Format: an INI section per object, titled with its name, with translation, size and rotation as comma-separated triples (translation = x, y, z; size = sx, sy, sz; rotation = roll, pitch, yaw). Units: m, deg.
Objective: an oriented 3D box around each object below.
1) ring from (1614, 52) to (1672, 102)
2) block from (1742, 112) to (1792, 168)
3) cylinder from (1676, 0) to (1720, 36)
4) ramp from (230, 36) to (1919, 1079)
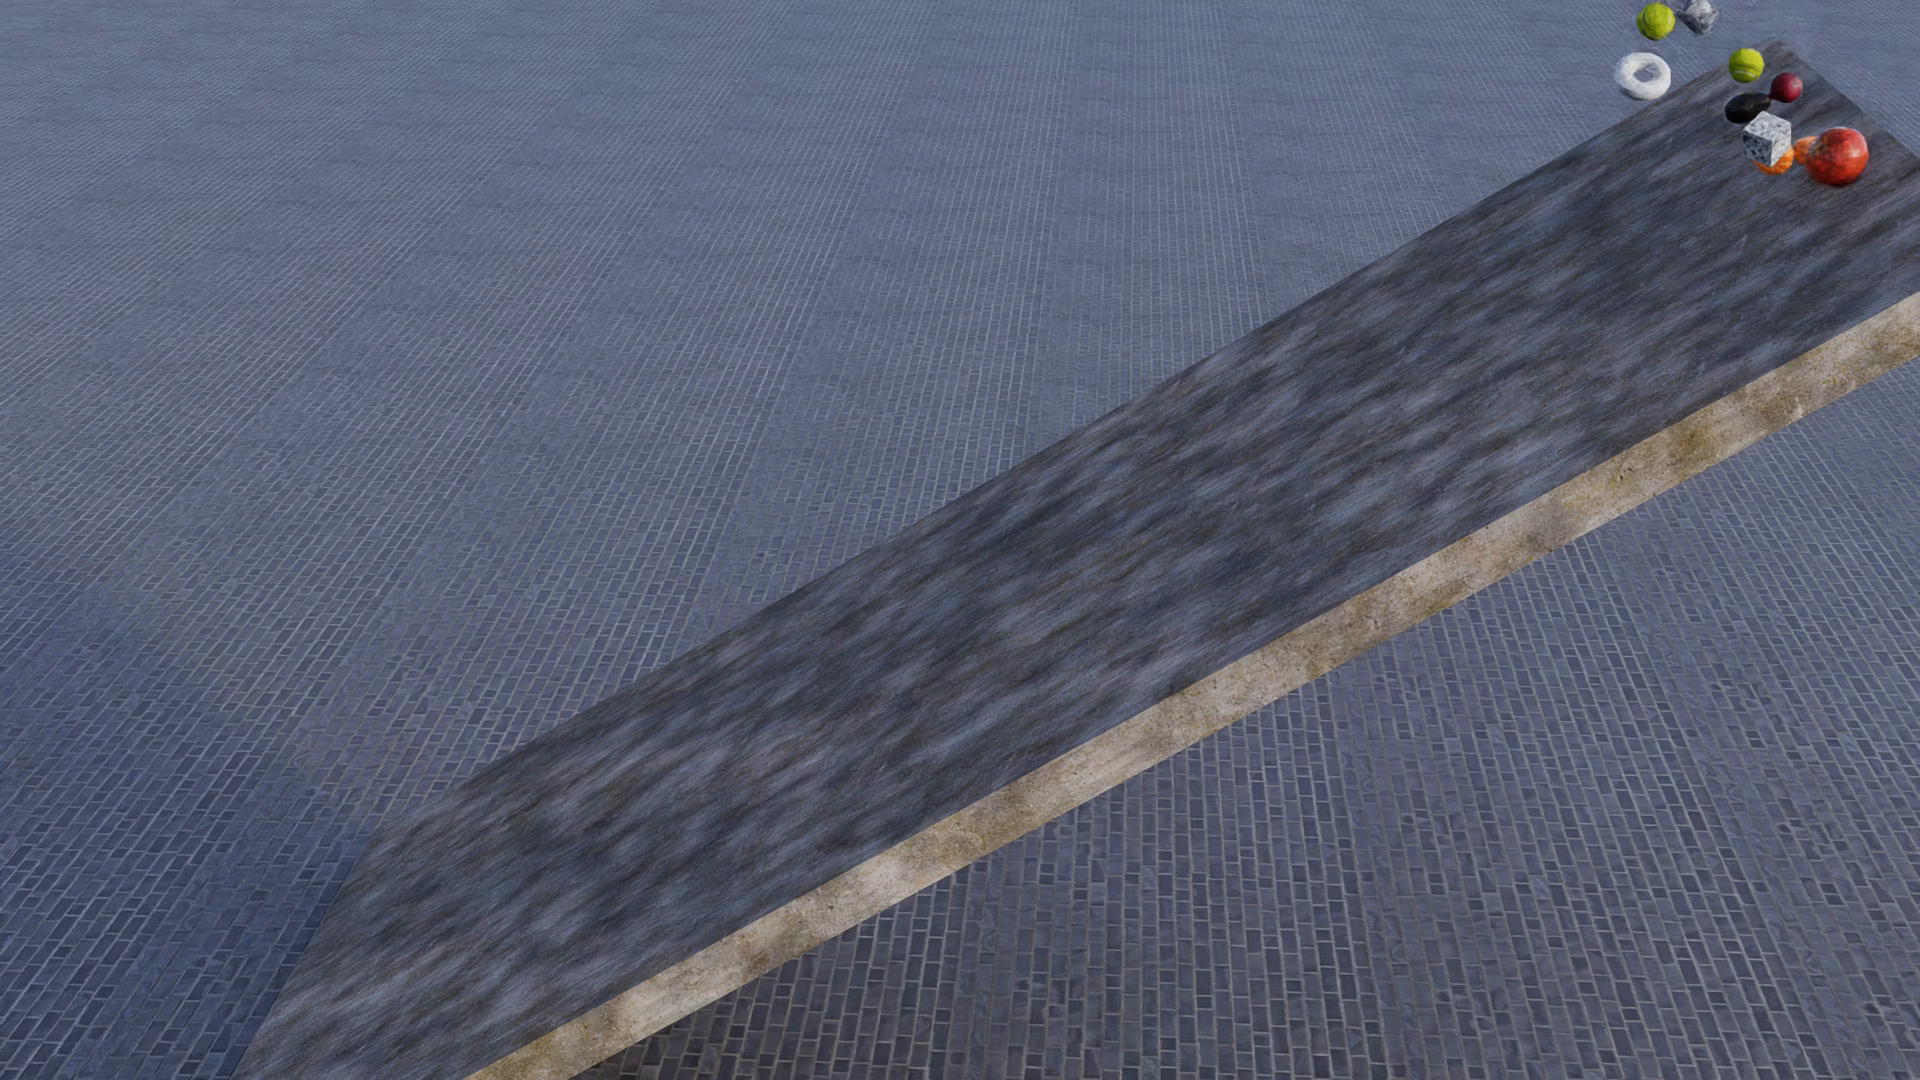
[ring]
translation = 1.325, -0.900, 5.710
size = 0.110, 0.037, 0.110
rotation = -1, 61, 3
[block]
translation = 1.521, -0.756, 5.545
size = 0.064, 0.064, 0.064
rotation = 31, 62, 34
[cylinder]
translation = 1.380, -0.984, 5.506
size = 0.056, 0.056, 0.056
rotation = 38, 16, -11
[ramp]
translation = 0.141, 0.169, 6.289
size = 4.000, 0.100, 2.000
rotation = -29, 15, 13
